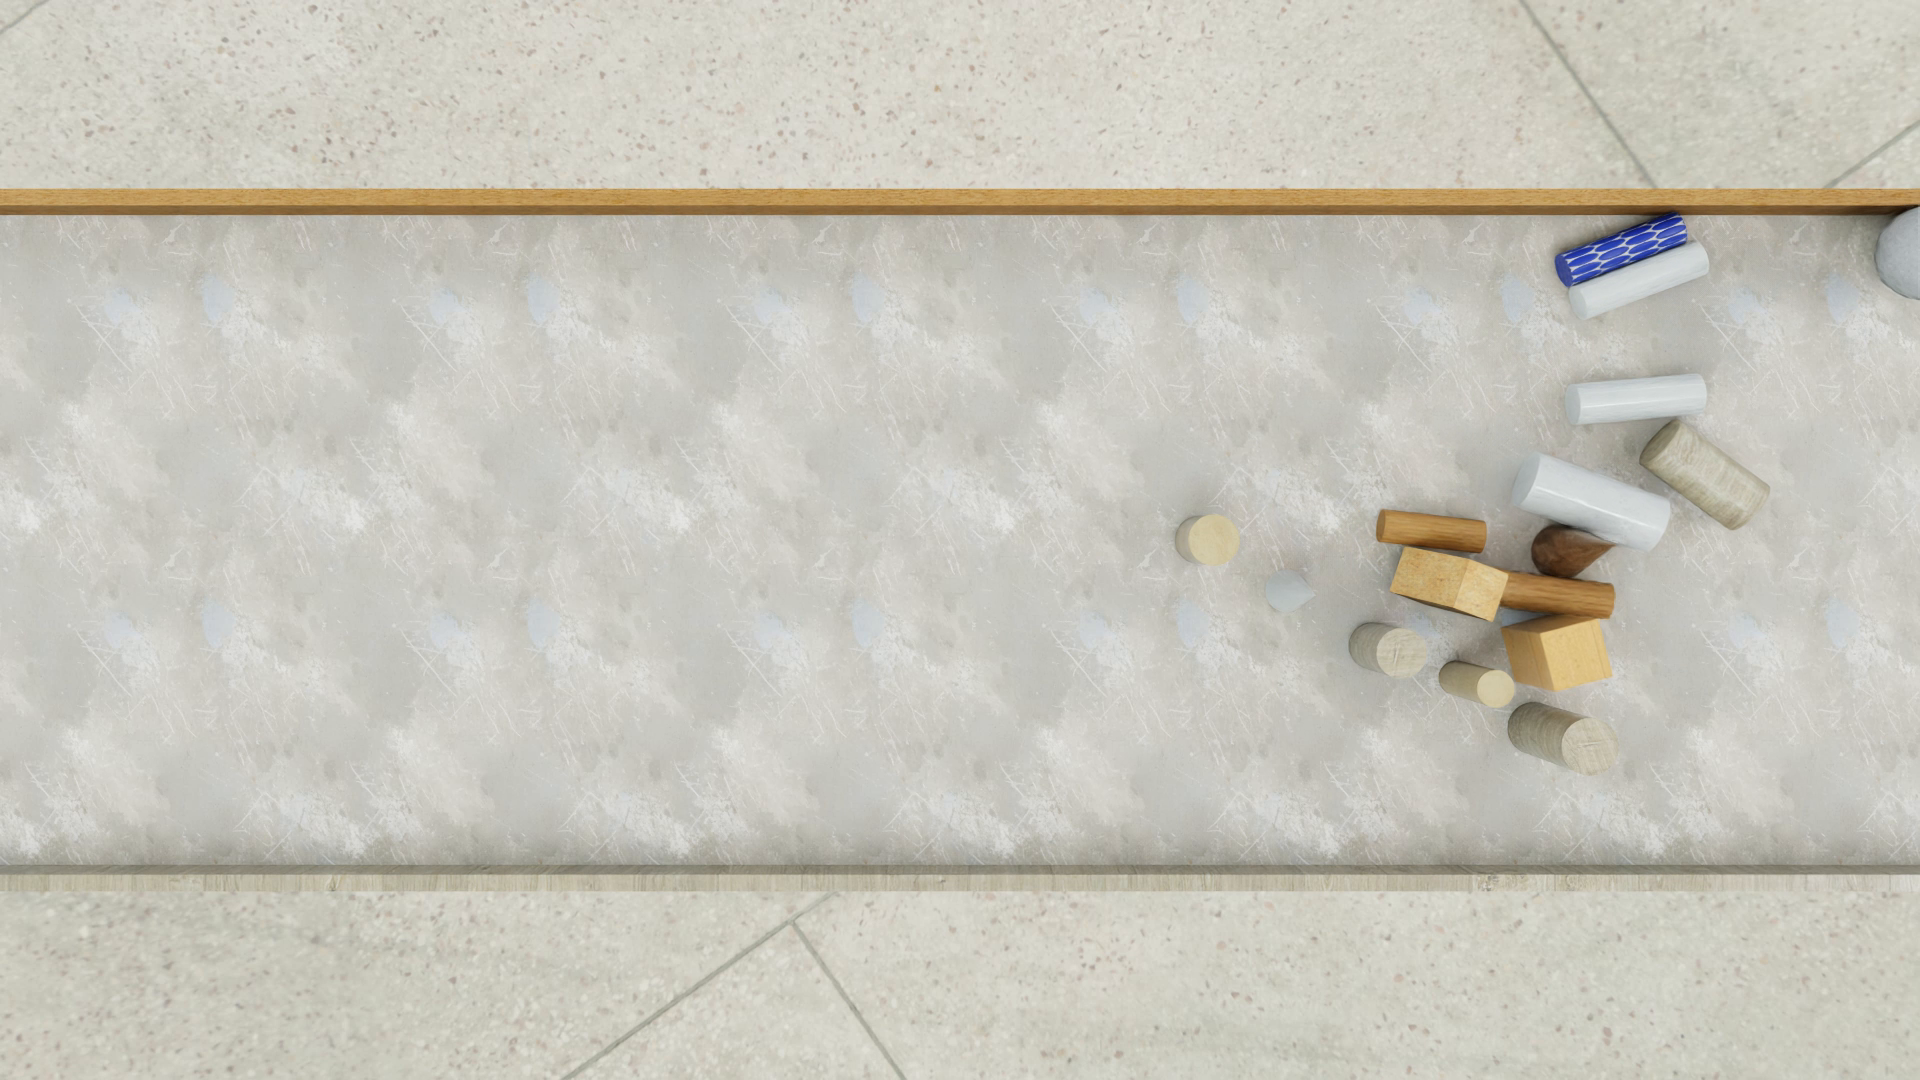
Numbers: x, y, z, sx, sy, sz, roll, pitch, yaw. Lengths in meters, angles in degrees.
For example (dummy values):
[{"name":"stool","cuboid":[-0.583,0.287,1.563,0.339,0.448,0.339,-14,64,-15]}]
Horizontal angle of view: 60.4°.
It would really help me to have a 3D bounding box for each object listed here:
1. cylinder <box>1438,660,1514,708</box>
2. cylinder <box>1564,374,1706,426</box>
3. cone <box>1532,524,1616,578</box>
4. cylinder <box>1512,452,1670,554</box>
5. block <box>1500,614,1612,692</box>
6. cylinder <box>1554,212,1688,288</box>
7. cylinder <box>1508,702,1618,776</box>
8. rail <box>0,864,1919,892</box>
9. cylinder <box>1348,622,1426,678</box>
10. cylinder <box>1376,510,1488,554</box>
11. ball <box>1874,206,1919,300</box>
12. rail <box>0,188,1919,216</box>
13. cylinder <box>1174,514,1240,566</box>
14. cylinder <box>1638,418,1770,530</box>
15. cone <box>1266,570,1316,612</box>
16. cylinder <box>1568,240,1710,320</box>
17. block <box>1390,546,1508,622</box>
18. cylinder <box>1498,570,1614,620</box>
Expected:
[{"name":"cylinder","cuboid":[1.527,0.424,4.887,0.108,0.379,0.108,0,90,0]},{"name":"cylinder","cuboid":[2.052,-0.428,5.014,0.380,0.126,0.126,-5,90,0]},{"name":"cone","cuboid":[1.843,0.025,4.847,0.173,0.449,0.173,0,87,0]},{"name":"cylinder","cuboid":[1.905,-0.114,4.988,0.414,0.179,0.179,20,90,0]},{"name":"block","cuboid":[1.769,0.331,4.903,0.172,0.346,0.172,-15,90,0]},{"name":"cylinder","cuboid":[2.012,-0.886,5.024,0.372,0.105,0.105,-21,90,0]},{"name":"cylinder","cuboid":[1.765,0.579,4.848,0.162,0.457,0.162,0,90,0]},{"name":"rail","cuboid":[-2.247,1.025,5.001,12.000,0.150,0.050,0,90,0]},{"name":"cylinder","cuboid":[1.269,0.326,4.906,0.146,0.340,0.146,0,90,0]},{"name":"cylinder","cuboid":[1.436,-0.027,5.026,0.309,0.101,0.101,7,90,0]},{"name":"ball","cuboid":[2.896,-0.860,4.936,0.281,0.281,0.281,0,90,0]},{"name":"rail","cuboid":[-2.247,-1.025,5.002,12.000,0.150,0.050,0,90,0]},{"name":"cylinder","cuboid":[0.736,0.000,4.925,0.149,0.302,0.149,0,90,0]},{"name":"cylinder","cuboid":[2.251,-0.198,4.990,0.336,0.173,0.173,36,90,0]},{"name":"cone","cuboid":[1.006,0.156,4.868,0.132,0.417,0.132,0,90,0]},{"name":"cylinder","cuboid":[2.066,-0.790,5.021,0.392,0.111,0.111,-21,90,0]},{"name":"block","cuboid":[1.449,0.128,4.902,0.146,0.318,0.146,19,90,-21]},{"name":"cylinder","cuboid":[1.790,0.164,5.017,0.361,0.112,0.112,7,90,1]}]
